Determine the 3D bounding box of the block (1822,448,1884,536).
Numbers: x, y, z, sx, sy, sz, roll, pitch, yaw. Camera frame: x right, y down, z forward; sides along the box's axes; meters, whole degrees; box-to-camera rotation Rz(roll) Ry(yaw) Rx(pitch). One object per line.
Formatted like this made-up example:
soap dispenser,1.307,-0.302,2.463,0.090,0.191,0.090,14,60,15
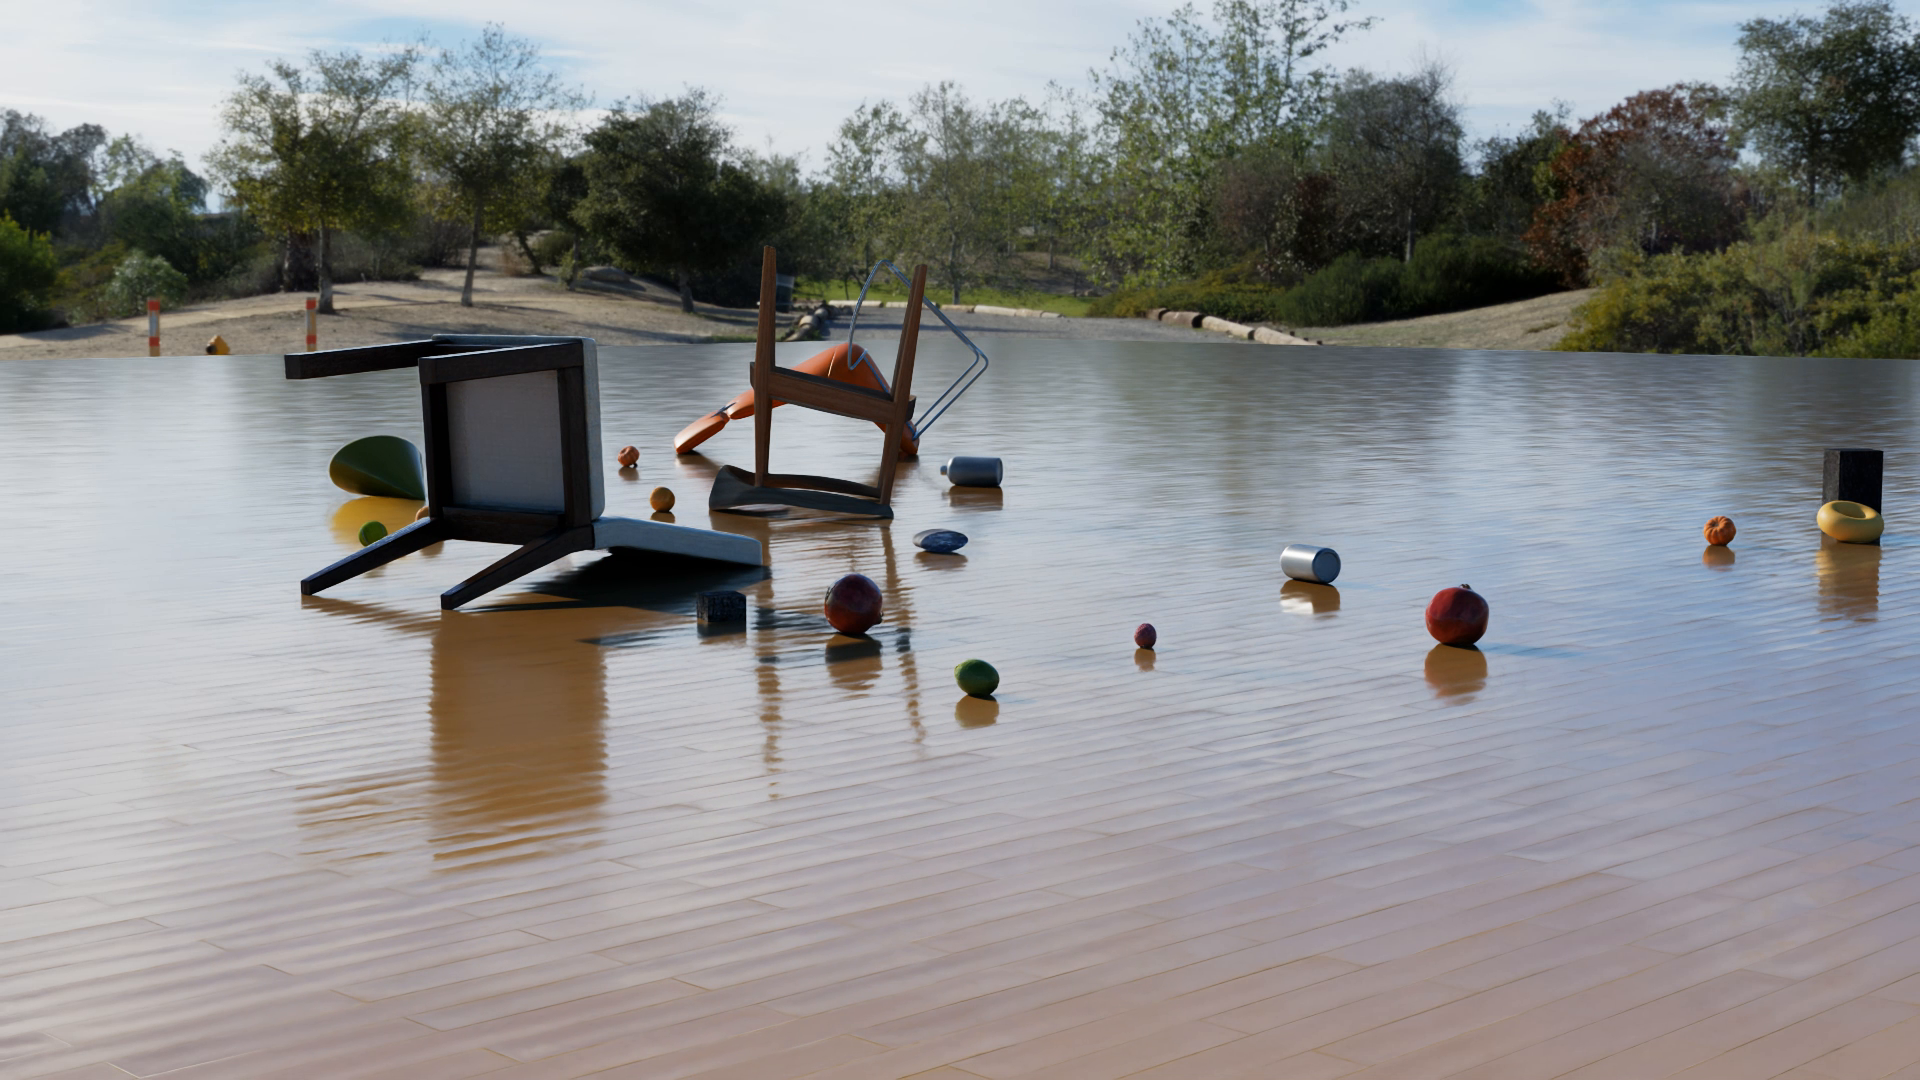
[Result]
block,2.268,-0.121,6.523,0.113,0.218,0.100,0,6,-4

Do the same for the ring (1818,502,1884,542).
ring,2.221,-0.045,6.400,0.162,0.063,0.160,-10,29,-30

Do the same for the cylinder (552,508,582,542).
cylinder,-0.978,-0.037,6.388,0.050,0.080,0.079,1,-33,13

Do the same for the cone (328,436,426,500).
cone,-1.657,-0.169,7.604,0.237,0.197,0.359,31,17,31

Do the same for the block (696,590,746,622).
block,-0.459,0.128,4.943,0.076,0.047,0.086,-2,6,-20
